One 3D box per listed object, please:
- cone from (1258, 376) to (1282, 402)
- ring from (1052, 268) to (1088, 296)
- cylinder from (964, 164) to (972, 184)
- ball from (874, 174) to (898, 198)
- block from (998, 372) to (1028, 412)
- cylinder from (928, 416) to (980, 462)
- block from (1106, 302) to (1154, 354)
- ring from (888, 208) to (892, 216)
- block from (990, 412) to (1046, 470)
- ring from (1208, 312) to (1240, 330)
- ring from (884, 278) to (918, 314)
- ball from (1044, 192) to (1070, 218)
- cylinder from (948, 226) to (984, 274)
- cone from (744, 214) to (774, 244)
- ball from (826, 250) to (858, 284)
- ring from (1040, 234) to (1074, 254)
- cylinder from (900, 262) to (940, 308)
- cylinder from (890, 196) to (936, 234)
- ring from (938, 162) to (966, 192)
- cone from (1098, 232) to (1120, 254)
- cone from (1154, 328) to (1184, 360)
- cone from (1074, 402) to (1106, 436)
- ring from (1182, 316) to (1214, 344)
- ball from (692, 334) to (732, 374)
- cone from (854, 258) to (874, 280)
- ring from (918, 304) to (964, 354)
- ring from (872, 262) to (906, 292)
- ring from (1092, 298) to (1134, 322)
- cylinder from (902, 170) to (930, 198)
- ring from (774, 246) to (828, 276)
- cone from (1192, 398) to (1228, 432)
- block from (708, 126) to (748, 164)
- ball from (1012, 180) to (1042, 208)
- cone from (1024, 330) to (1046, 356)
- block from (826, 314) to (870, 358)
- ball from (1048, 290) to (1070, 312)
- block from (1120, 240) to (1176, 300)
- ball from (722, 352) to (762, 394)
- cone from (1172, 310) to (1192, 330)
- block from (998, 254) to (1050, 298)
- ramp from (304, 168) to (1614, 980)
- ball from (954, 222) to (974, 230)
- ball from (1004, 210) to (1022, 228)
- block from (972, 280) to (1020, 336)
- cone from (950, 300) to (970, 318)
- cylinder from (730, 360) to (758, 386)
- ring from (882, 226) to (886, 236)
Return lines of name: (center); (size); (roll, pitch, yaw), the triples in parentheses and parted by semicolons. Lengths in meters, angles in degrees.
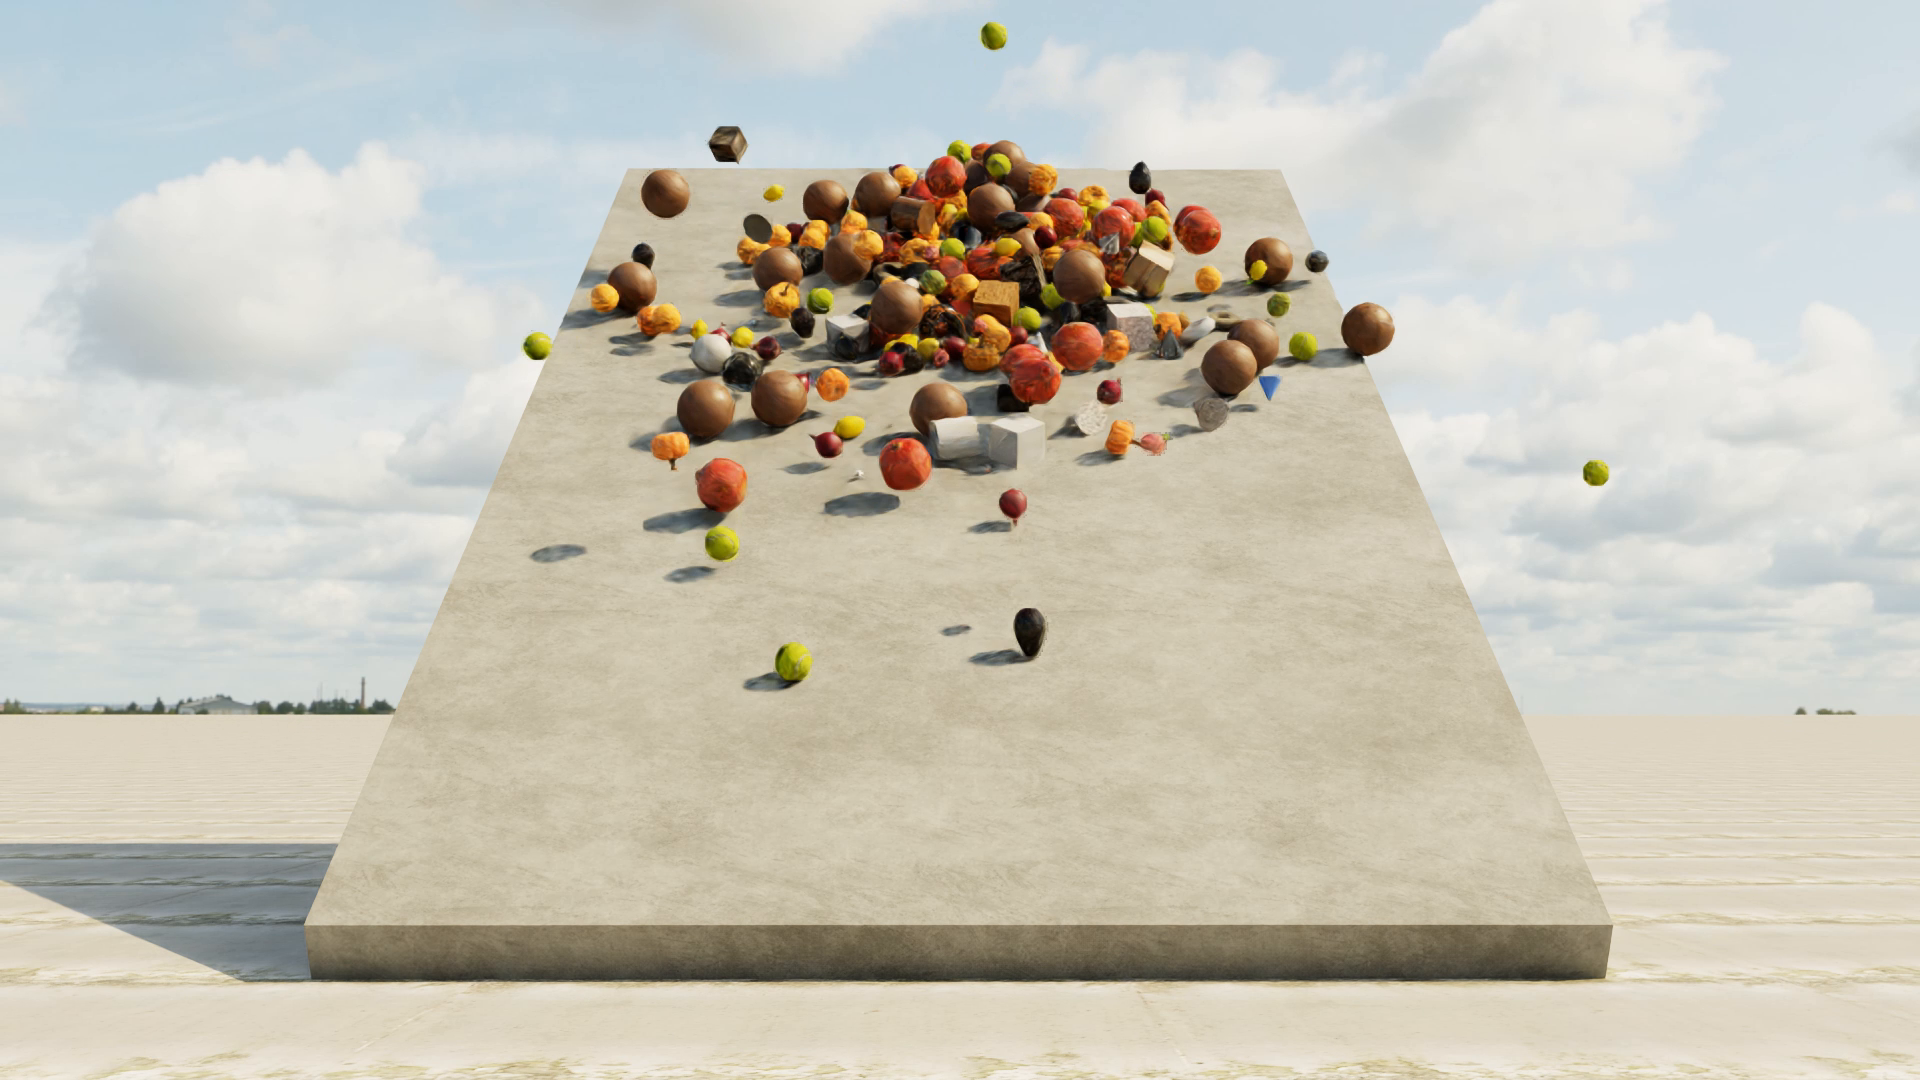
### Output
cone: (0.719, -0.347, 5.455); (0.054, 0.054, 0.054); (3, -11, 1)
ring: (0.287, -0.670, 6.091); (0.098, 0.098, 0.033); (-2, -45, 20)
cylinder: (-0.001, -1.092, 7.040); (0.055, 0.055, 0.055); (-4, 16, 45)
ball: (-0.217, -1.043, 6.922); (0.067, 0.067, 0.067); (0, -4, 0)
block: (0.123, -0.343, 5.456); (0.069, 0.069, 0.069); (0, 26, 0)
cylinder: (-0.014, -0.224, 5.182); (0.090, 0.090, 0.090); (-8, -2, -15)
block: (0.418, -0.525, 5.812); (0.093, 0.093, 0.093); (-5, 26, -11)
ring: (-0.148, -0.929, 6.708); (0.116, 0.039, 0.116); (-4, 30, 2)
block: (0.127, -0.218, 5.175); (0.086, 0.086, 0.086); (-22, 34, -39)
ring: (0.668, -0.555, 5.952); (0.087, 0.029, 0.087); (1, 26, -1)
ring: (-0.149, -0.614, 5.911); (0.111, 0.037, 0.111); (-45, 3, 3)
ball: (0.275, -0.944, 6.632); (0.075, 0.075, 0.075); (0, -4, 0)
cylinder: (0.018, -0.777, 6.308); (0.092, 0.092, 0.092); (3, -45, 3)
cone: (-0.494, -0.810, 5.976); (0.083, 0.083, 0.083); (-3, 31, 31)
ball: (-0.312, -0.722, 6.227); (0.088, 0.088, 0.088); (0, -4, 0)
ring: (0.269, -0.818, 6.494); (0.098, 0.033, 0.098); (0, 27, 0)
cylinder: (-0.102, -0.657, 6.038); (0.083, 0.083, 0.083); (-14, -32, -9)
cylinder: (-0.125, -0.866, 6.264); (0.088, 0.088, 0.088); (16, 5, 29)
ring: (-0.022, -1.080, 6.983); (0.097, 0.097, 0.032); (-3, -19, 37)
cone: (0.388, -0.758, 5.915); (0.057, 0.057, 0.057); (2, -33, -29)
cone: (0.514, -0.489, 5.757); (0.076, 0.076, 0.076); (0, 26, 0)
cone: (0.279, -0.278, 5.342); (0.078, 0.078, 0.078); (2, 3, -29)
ring: (0.591, -0.521, 5.837); (0.094, 0.031, 0.094); (-31, 15, 9)
ball: (-0.596, -0.447, 5.640); (0.096, 0.096, 0.096); (0, -4, 0)
cone: (-0.265, -0.710, 6.268); (0.068, 0.068, 0.068); (-26, -8, 7)
ring: (-0.046, -0.517, 5.765); (0.123, 0.123, 0.041); (2, 12, -30)
ring: (-0.164, -0.690, 6.188); (0.135, 0.045, 0.135); (10, 29, -6)
ring: (0.390, -0.587, 6.001); (0.126, 0.042, 0.126); (1, 25, -1)
cylinder: (-0.127, -1.048, 6.907); (0.065, 0.065, 0.065); (17, 17, -6)
ring: (-0.430, -0.752, 6.331); (0.147, 0.049, 0.147); (-2, 25, 1)
cone: (0.553, -0.301, 5.353); (0.083, 0.083, 0.083); (3, 21, -36)
block: (-0.620, -1.057, 6.279); (0.068, 0.068, 0.068); (7, -36, 26)
ball: (0.193, -1.006, 6.826); (0.085, 0.085, 0.085); (0, -4, 0)
cone: (0.190, -0.485, 5.750); (0.062, 0.062, 0.062); (6, 18, -2)
block: (-0.277, -0.504, 5.783); (0.077, 0.077, 0.077); (-16, 30, -31)
ball: (0.255, -0.614, 6.039); (0.056, 0.056, 0.056); (0, -4, 0)
block: (0.473, -0.682, 5.912); (0.091, 0.091, 0.091); (30, 33, -4)
ball: (-0.499, -0.383, 5.381); (0.093, 0.093, 0.093); (0, -4, 0)
cone: (0.571, -0.541, 5.923); (0.059, 0.059, 0.059); (31, -3, 2)
block: (0.163, -0.671, 5.998); (0.092, 0.092, 0.092); (-15, 4, 16)
ramp: (-0.009, -0.229, 5.414); (2.000, 0.100, 4.000); (0, 26, 0)
ball: (0.012, -0.855, 6.538); (0.059, 0.059, 0.059); (0, -4, 0)
ball: (0.151, -0.912, 6.666); (0.052, 0.052, 0.052); (0, -4, 0)
block: (0.092, -0.583, 5.900); (0.096, 0.096, 0.096); (6, -47, 12)
cone: (-0.012, -0.601, 5.996); (0.058, 0.058, 0.058); (4, 30, -41)
cylinder: (-0.506, -0.391, 5.504); (0.054, 0.054, 0.054); (7, -4, 1)
ring: (-0.175, -0.871, 6.603); (0.093, 0.031, 0.093); (-2, 23, 1)
